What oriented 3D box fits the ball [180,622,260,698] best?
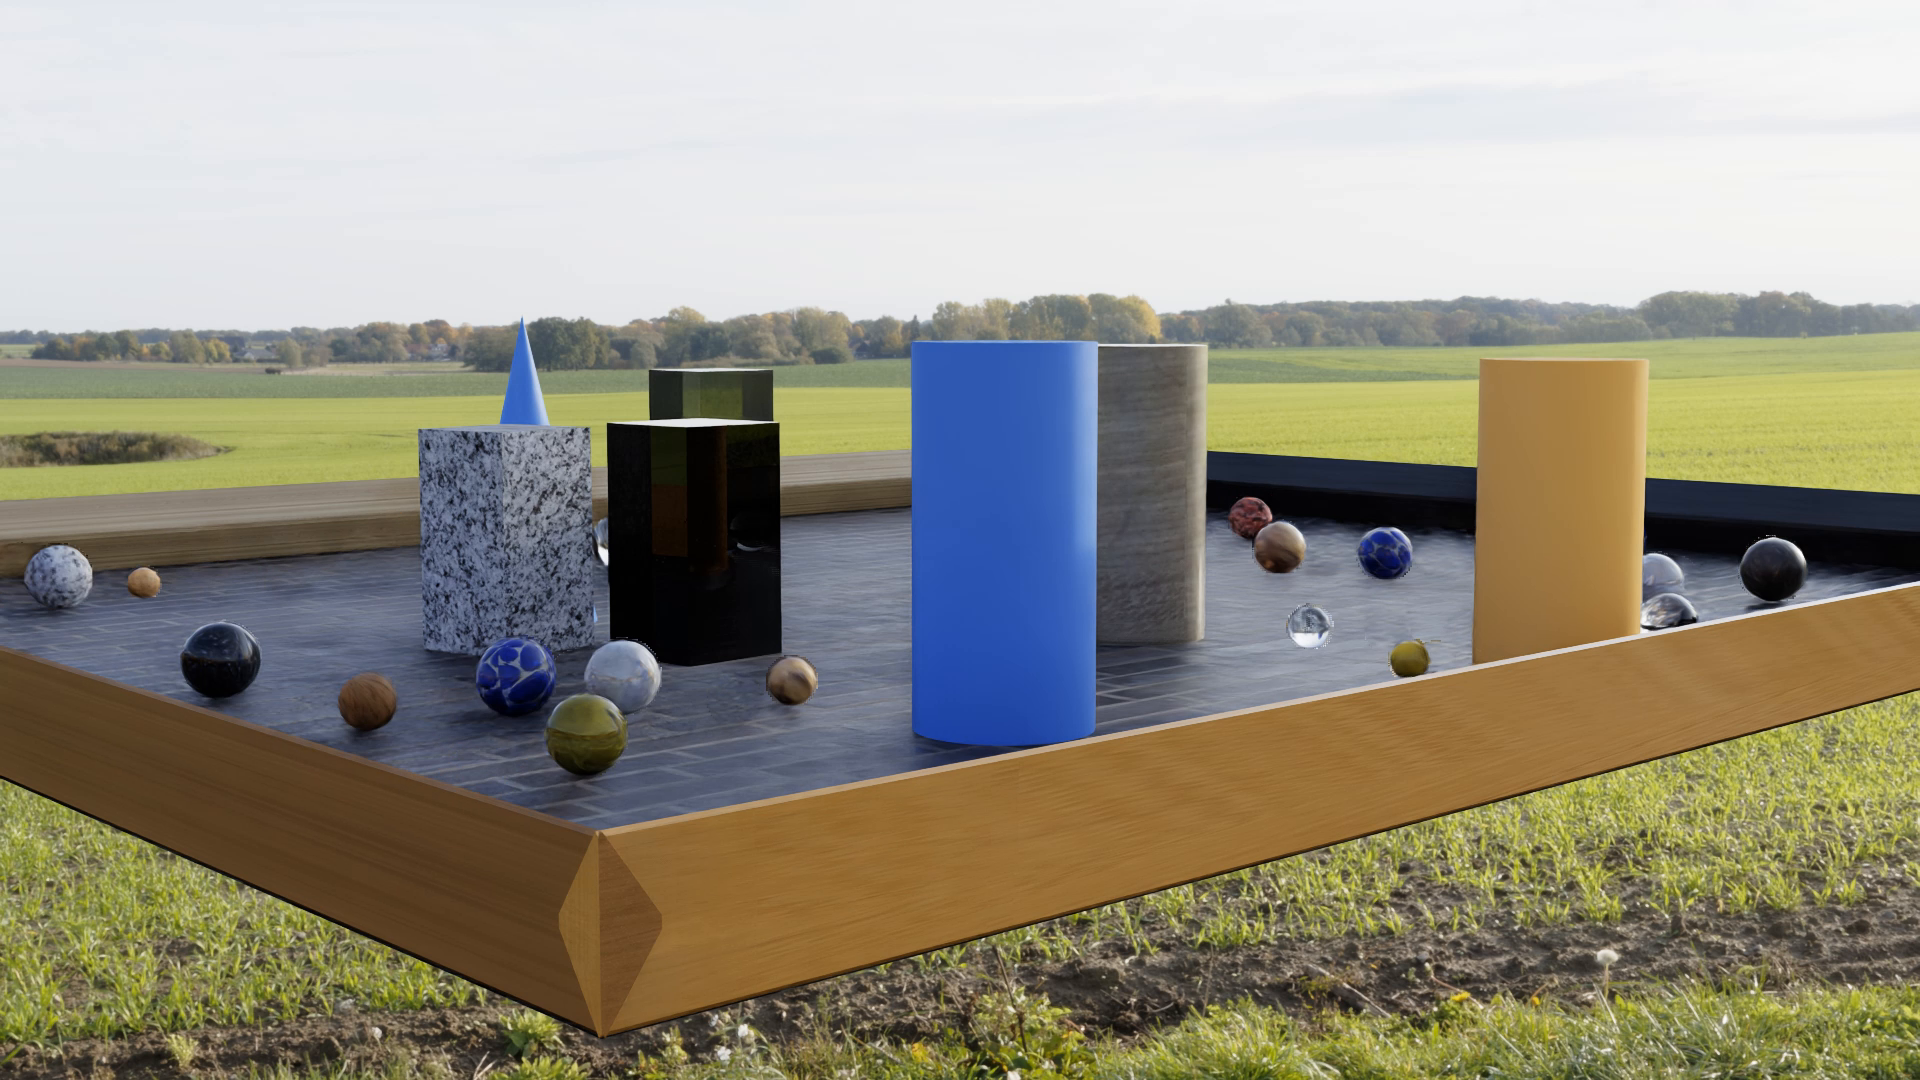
[{"bbox_3d":[-0.850,0.138,2.528,0.088,0.088,0.088,0,6,0],"label":"ball"}]

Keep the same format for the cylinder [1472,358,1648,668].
[{"bbox_3d":[0.724,-0.025,2.657,0.196,0.386,0.196,0,6,0],"label":"cylinder"}]

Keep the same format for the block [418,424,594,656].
[{"bbox_3d":[-0.598,-0.003,2.903,0.157,0.290,0.157,4,7,35],"label":"block"}]

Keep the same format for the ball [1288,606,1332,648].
[{"bbox_3d":[0.462,0.115,2.899,0.056,0.056,0.056,0,6,0],"label":"ball"}]

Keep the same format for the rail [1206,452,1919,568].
[{"bbox_3d":[1.099,-0.072,4.341,0.045,0.127,2.645,-5,8,-42],"label":"rail"}]

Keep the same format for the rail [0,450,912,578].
[{"bbox_3d":[-0.881,-0.066,4.281,3.038,0.127,0.045,-5,8,-42],"label":"rail"}]

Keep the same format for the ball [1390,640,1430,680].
[{"bbox_3d":[0.544,0.145,2.659,0.047,0.047,0.047,0,6,0],"label":"ball"}]

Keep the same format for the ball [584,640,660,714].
[{"bbox_3d":[-0.372,0.152,2.427,0.082,0.082,0.082,0,6,0],"label":"ball"}]

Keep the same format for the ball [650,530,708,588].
[{"bbox_3d":[-0.451,0.031,3.533,0.092,0.092,0.092,0,6,0],"label":"ball"}]

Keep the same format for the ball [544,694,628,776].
[{"bbox_3d":[-0.359,0.186,2.111,0.079,0.079,0.079,0,6,0],"label":"ball"}]

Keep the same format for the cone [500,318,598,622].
[{"bbox_3d":[-0.620,-0.102,3.136,0.196,0.438,0.196,0,6,0],"label":"cone"}]

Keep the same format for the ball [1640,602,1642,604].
[{"bbox_3d":[0.911,0.110,2.964,0.054,0.054,0.054,0,6,0],"label":"ball"}]

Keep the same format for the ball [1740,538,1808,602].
[{"bbox_3d":[1.247,0.045,3.371,0.097,0.097,0.097,0,6,0],"label":"ball"}]

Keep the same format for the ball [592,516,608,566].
[{"bbox_3d":[-0.589,0.003,3.789,0.094,0.094,0.094,0,6,0],"label":"ball"}]

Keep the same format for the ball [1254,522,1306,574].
[{"bbox_3d":[0.541,0.013,3.724,0.087,0.087,0.087,0,6,0],"label":"ball"}]

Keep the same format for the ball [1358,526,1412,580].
[{"bbox_3d":[0.705,0.022,3.641,0.088,0.088,0.088,0,6,0],"label":"ball"}]

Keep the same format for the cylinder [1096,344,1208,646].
[{"bbox_3d":[0.237,-0.067,3.000,0.196,0.397,0.196,0,6,0],"label":"cylinder"}]

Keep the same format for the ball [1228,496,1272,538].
[{"bbox_3d":[0.566,-0.044,4.290,0.083,0.083,0.083,0,6,0],"label":"ball"}]

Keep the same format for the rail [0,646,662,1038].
[{"bbox_3d":[-1.099,0.139,2.323,0.045,0.127,2.645,-5,8,-42],"label":"rail"}]

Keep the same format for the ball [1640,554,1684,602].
[{"bbox_3d":[1.014,0.062,3.213,0.084,0.084,0.084,0,6,0],"label":"ball"}]

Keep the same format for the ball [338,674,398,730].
[{"bbox_3d":[-0.629,0.172,2.336,0.061,0.061,0.061,0,6,0],"label":"ball"}]

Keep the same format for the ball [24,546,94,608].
[{"bbox_3d":[-1.346,0.055,3.286,0.095,0.095,0.095,0,6,0],"label":"ball"}]

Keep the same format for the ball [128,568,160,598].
[{"bbox_3d":[-1.264,0.067,3.405,0.048,0.048,0.048,0,6,0],"label":"ball"}]

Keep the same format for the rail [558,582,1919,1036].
[{"bbox_3d":[0.881,0.132,2.382,3.038,0.127,0.045,-5,8,-42],"label":"rail"}]

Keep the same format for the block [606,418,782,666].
[{"bbox_3d":[-0.343,-0.002,2.847,0.157,0.300,0.157,5,8,42],"label":"block"}]

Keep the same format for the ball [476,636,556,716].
[{"bbox_3d":[-0.487,0.150,2.415,0.087,0.087,0.087,0,6,0],"label":"ball"}]

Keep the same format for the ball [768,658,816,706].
[{"bbox_3d":[-0.190,0.160,2.484,0.054,0.054,0.054,0,6,0],"label":"ball"}]

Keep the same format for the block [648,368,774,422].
[{"bbox_3d":[-0.441,-0.133,3.911,0.157,0.339,0.157,-5,8,-41],"label":"block"}]

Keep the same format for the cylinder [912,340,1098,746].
[{"bbox_3d":[0.047,-0.004,2.331,0.196,0.411,0.196,0,6,0],"label":"cylinder"}]

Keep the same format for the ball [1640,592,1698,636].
[{"bbox_3d":[0.919,0.108,2.861,0.079,0.079,0.079,0,6,0],"label":"ball"}]
